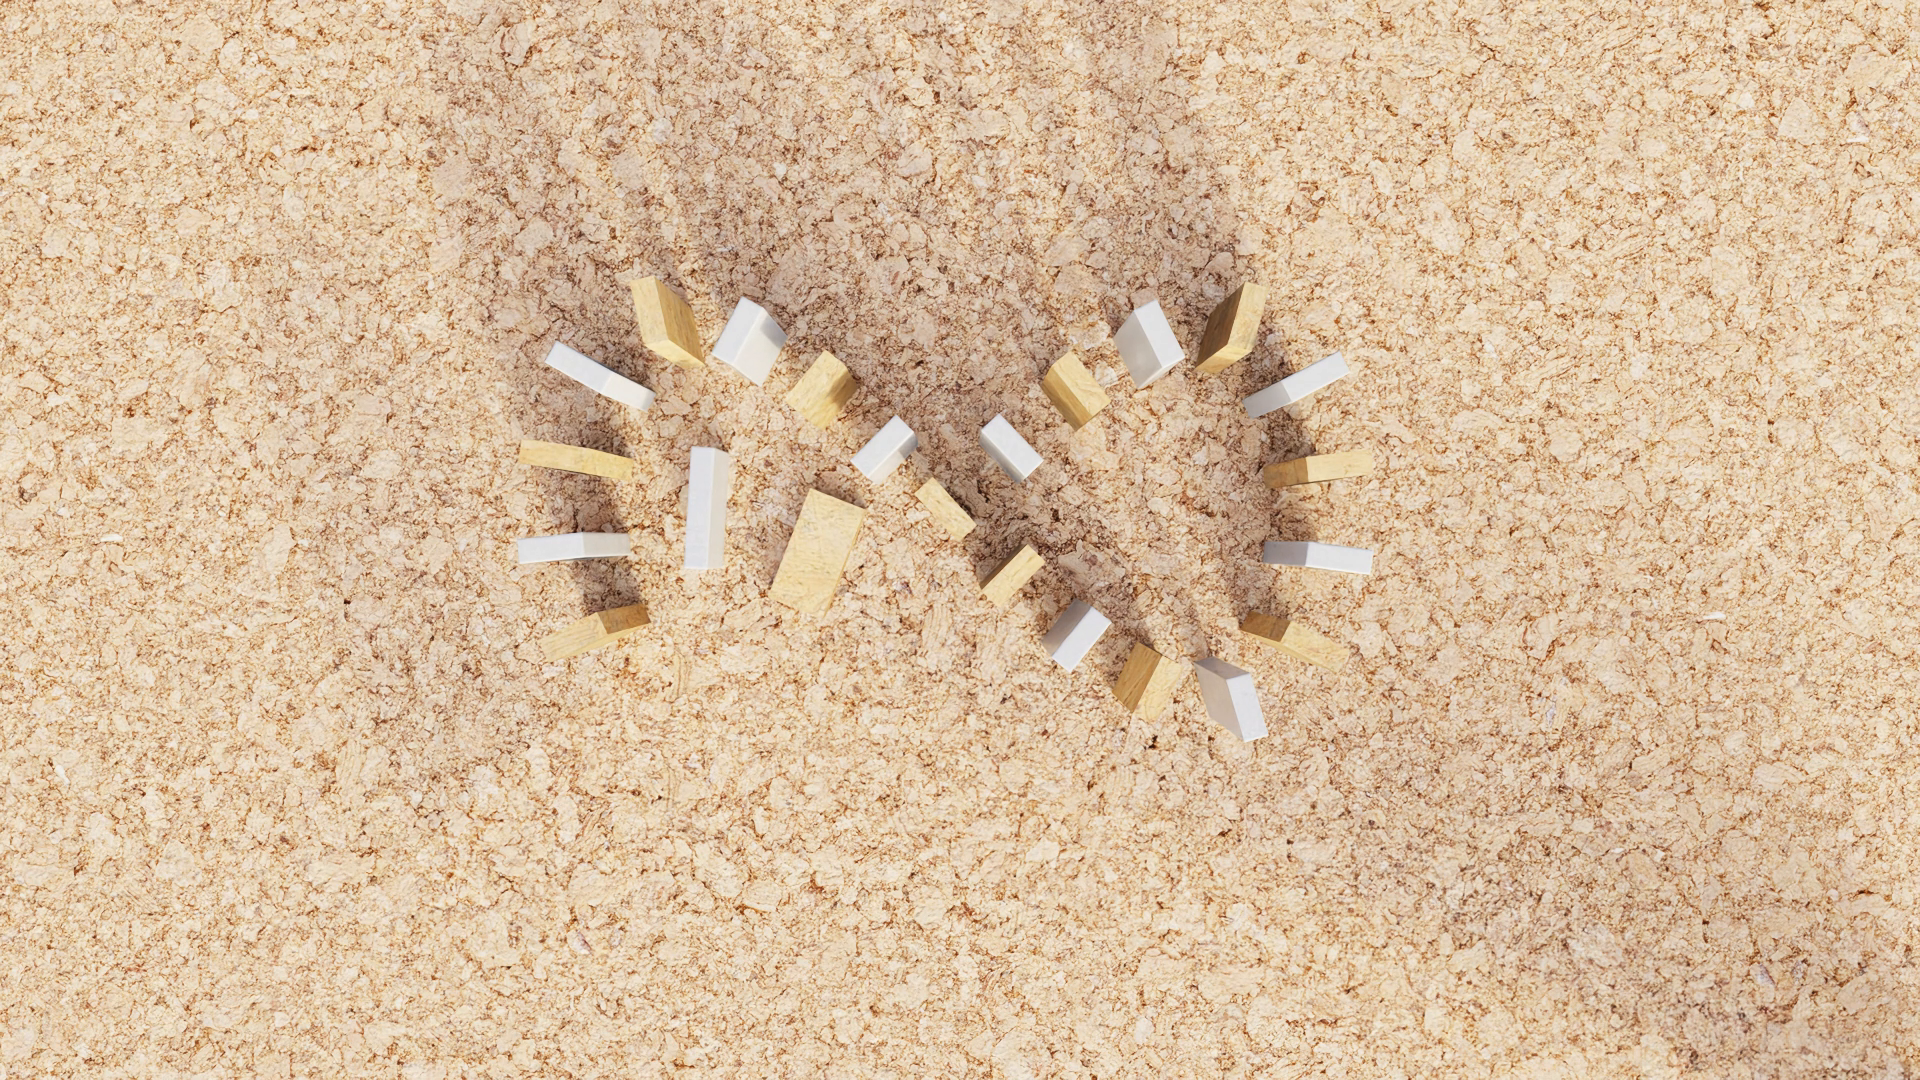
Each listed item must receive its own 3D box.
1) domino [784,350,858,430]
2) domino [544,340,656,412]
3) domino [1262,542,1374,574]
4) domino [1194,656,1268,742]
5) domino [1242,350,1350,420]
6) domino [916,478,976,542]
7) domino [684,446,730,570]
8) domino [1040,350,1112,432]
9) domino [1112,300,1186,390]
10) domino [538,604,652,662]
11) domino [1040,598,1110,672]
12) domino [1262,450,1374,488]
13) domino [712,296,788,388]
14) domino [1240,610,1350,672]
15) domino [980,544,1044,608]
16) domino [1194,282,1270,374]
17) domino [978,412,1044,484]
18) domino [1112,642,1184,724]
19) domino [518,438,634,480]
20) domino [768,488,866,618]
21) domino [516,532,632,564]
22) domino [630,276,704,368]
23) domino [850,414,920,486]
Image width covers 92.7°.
[{"bbox_3d":[-0.056,-0.060,0.375,0.009,0.050,0.025,39,90,0],"label":"domino"},{"bbox_3d":[-0.146,-0.066,0.375,0.025,0.050,0.010,29,90,0],"label":"domino"},{"bbox_3d":[0.145,0.007,0.375,0.025,0.050,0.010,8,90,0],"label":"domino"},{"bbox_3d":[0.110,0.064,0.375,0.009,0.050,0.025,-16,90,0],"label":"domino"},{"bbox_3d":[0.136,-0.063,0.375,0.025,0.050,0.010,-27,90,0],"label":"domino"},{"bbox_3d":[-0.006,-0.012,0.375,0.010,0.050,0.025,-42,90,0],"label":"domino"},{"bbox_3d":[-0.107,-0.013,0.388,0.010,0.025,0.050,4,90,0],"label":"domino"},{"bbox_3d":[0.046,-0.060,0.375,0.009,0.050,0.025,-39,90,0],"label":"domino"},{"bbox_3d":[0.076,-0.079,0.375,0.010,0.050,0.025,-27,90,0],"label":"domino"},{"bbox_3d":[-0.148,0.037,0.375,0.025,0.050,0.009,-26,90,0],"label":"domino"},{"bbox_3d":[0.046,0.038,0.375,0.009,0.050,0.025,39,90,0],"label":"domino"},{"bbox_3d":[0.145,-0.028,0.375,0.025,0.050,0.009,-7,90,0],"label":"domino"},{"bbox_3d":[-0.085,-0.080,0.375,0.009,0.050,0.025,28,90,0],"label":"domino"},{"bbox_3d":[0.136,0.041,0.375,0.025,0.050,0.010,28,90,0],"label":"domino"},{"bbox_3d":[0.020,0.014,0.375,0.009,0.050,0.025,45,90,0],"label":"domino"},{"bbox_3d":[0.110,-0.085,0.375,0.010,0.050,0.025,16,90,0],"label":"domino"},{"bbox_3d":[0.020,-0.036,0.375,0.010,0.050,0.025,-44,90,0],"label":"domino"},{"bbox_3d":[0.076,0.057,0.375,0.009,0.050,0.025,27,90,0],"label":"domino"},{"bbox_3d":[-0.156,-0.032,0.375,0.025,0.050,0.010,8,90,0],"label":"domino"},{"bbox_3d":[-0.061,0.006,0.395,0.025,0.010,0.050,21,90,0],"label":"domino"},{"bbox_3d":[-0.156,0.003,0.375,0.025,0.050,0.009,-6,90,0],"label":"domino"},{"bbox_3d":[-0.119,-0.088,0.375,0.009,0.050,0.025,-13,90,0],"label":"domino"},{"bbox_3d":[-0.030,-0.036,0.375,0.025,0.050,0.010,-45,90,0],"label":"domino"}]
